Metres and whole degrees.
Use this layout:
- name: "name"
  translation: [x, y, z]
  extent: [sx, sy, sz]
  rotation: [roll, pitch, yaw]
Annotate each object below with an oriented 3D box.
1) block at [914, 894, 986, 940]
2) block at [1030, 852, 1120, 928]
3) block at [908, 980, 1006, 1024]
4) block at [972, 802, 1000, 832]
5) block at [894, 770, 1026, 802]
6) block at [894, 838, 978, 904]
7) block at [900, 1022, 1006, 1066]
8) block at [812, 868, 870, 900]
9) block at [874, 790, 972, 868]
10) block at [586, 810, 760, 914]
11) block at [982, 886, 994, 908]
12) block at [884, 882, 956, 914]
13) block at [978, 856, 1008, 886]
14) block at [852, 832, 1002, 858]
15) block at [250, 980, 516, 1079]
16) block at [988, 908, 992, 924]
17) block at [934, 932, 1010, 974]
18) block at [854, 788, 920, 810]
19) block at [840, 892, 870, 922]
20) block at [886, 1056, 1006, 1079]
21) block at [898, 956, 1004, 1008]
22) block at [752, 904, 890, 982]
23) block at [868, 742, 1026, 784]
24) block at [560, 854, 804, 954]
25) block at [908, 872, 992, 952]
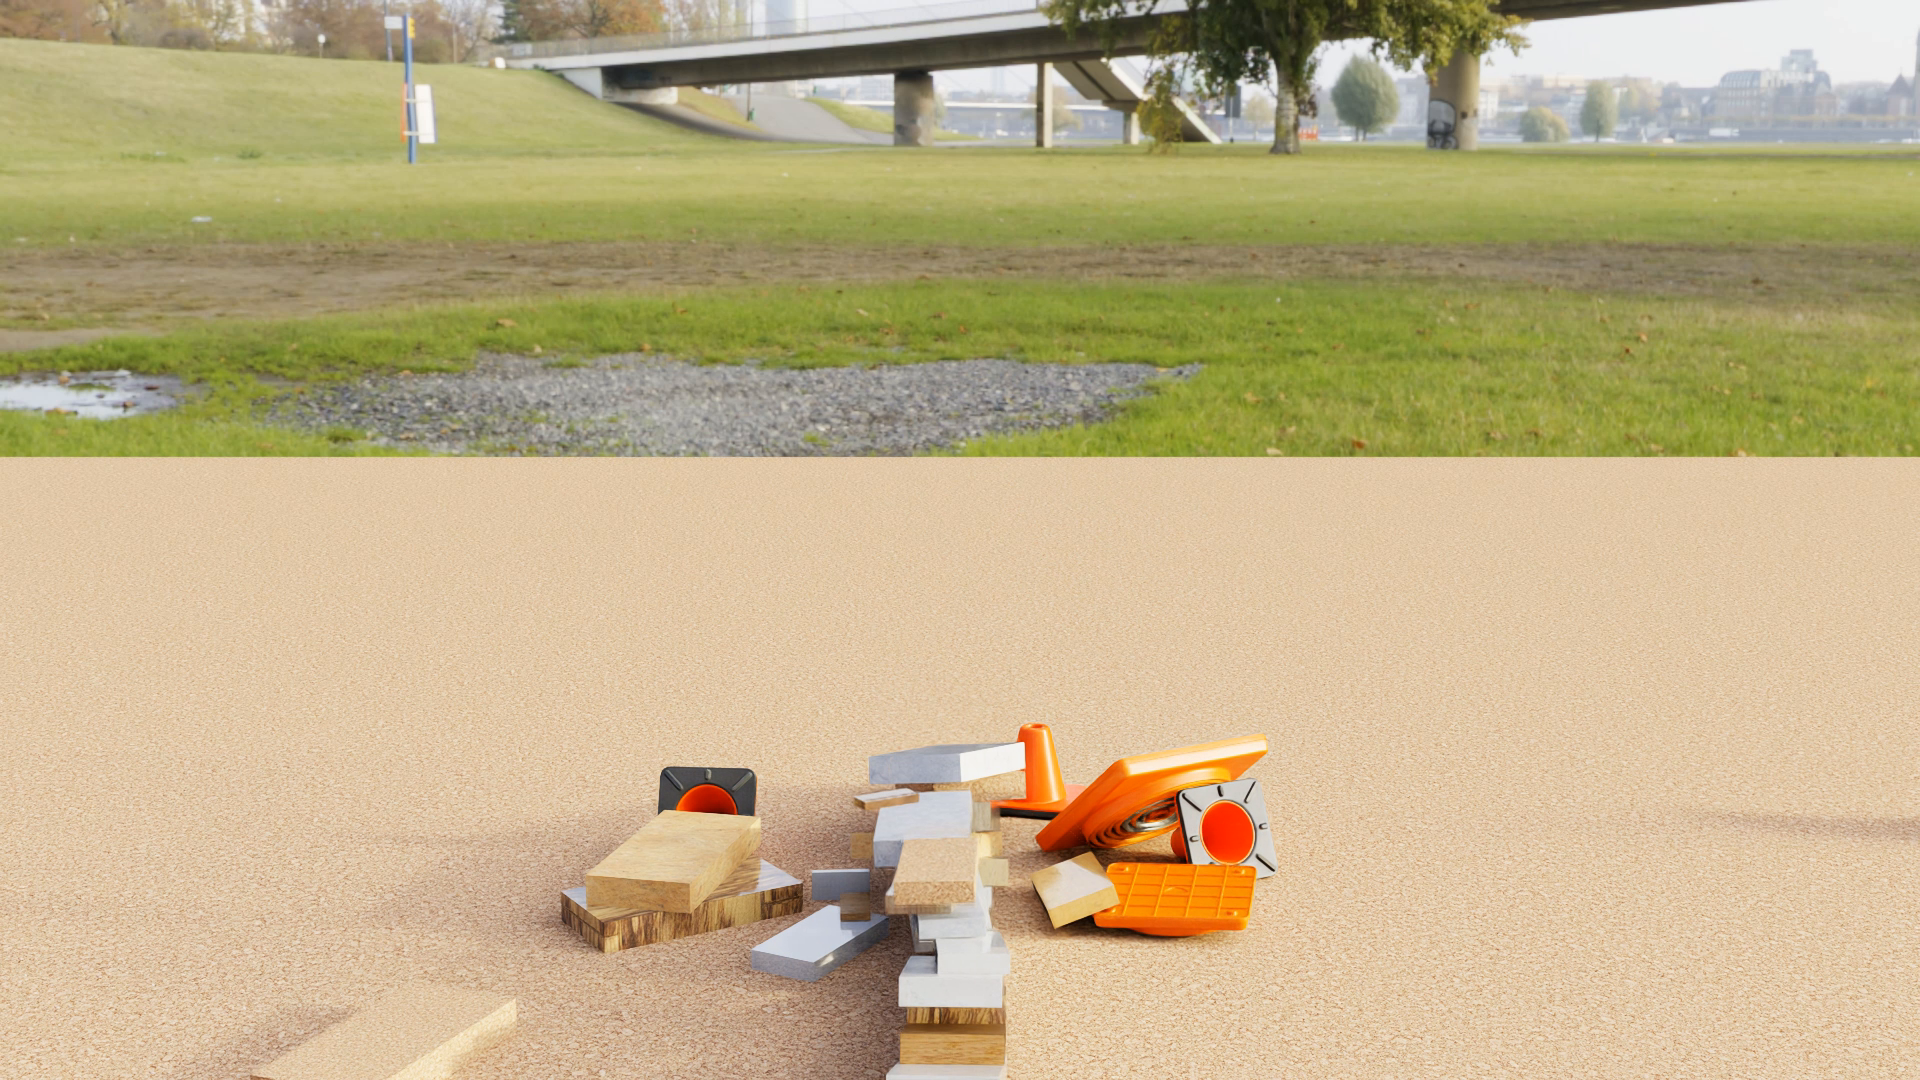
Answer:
- name: "block"
  translation: [-0.018, 0.537, 3.170]
  extent: [0.095, 0.027, 0.189]
  rotation: [-2, 4, -4]
- name: "block"
  translation: [0.184, 0.566, 3.568]
  extent: [0.112, 0.032, 0.223]
  rotation: [-20, 7, -3]
- name: "block"
  translation: [-0.003, 0.643, 3.091]
  extent: [0.133, 0.038, 0.266]
  rotation: [0, -5, 1]
- name: "block"
  translation: [-0.022, 0.483, 3.821]
  extent: [0.169, 0.048, 0.337]
  rotation: [-1, -8, 4]
- name: "block"
  translation: [-0.004, 0.451, 4.073]
  extent: [0.169, 0.048, 0.338]
  rotation: [-2, -3, -14]
- name: "block"
  translation: [-0.032, 0.480, 3.201]
  extent: [0.112, 0.032, 0.298]
  rotation: [-2, 4, 2]
- name: "block"
  translation: [-0.006, 0.667, 2.936]
  extent: [0.133, 0.038, 0.266]
  rotation: [0, -7, 2]
- name: "block"
  translation: [-0.197, 0.571, 3.642]
  extent: [0.095, 0.048, 0.014]
  rotation: [-1, 11, -3]
- name: "block"
  translation: [-0.056, 0.457, 3.497]
  extent: [0.146, 0.041, 0.292]
  rotation: [-2, 7, 1]
- name: "block"
  translation: [-0.466, 0.525, 3.616]
  extent: [0.174, 0.049, 0.347]
  rotation: [2, 11, 13]
- name: "block"
  translation: [-0.005, 0.565, 3.498]
  extent: [0.113, 0.032, 0.227]
  rotation: [-1, -7, 2]
- name: "block"
  translation: [-0.049, 0.509, 3.203]
  extent: [0.094, 0.027, 0.189]
  rotation: [-2, 4, 7]
- name: "block"
  translation: [-0.001, 0.539, 3.587]
  extent: [0.146, 0.041, 0.292]
  rotation: [0, -7, -1]
- name: "block"
  translation: [-0.052, 0.513, 3.702]
  extent: [0.146, 0.041, 0.292]
  rotation: [-4, -8, 23]
- name: "block"
  translation: [-0.773, 0.693, 2.978]
  extent: [0.174, 0.049, 0.347]
  rotation: [4, 11, 22]
- name: "block"
  translation: [-0.008, 0.592, 3.410]
  extent: [0.113, 0.032, 0.227]
  rotation: [0, -5, 0]
- name: "block"
  translation: [0.014, 0.567, 3.031]
  extent: [0.094, 0.027, 0.314]
  rotation: [1, -5, -1]
- name: "block"
  translation: [-0.120, 0.422, 3.577]
  extent: [0.095, 0.014, 0.048]
  rotation: [-6, 8, -25]
- name: "block"
  translation: [-0.166, 0.583, 3.495]
  extent: [0.048, 0.014, 0.095]
  rotation: [-1, 11, -3]
- name: "block"
  translation: [-0.014, 0.688, 2.799]
  extent: [0.137, 0.039, 0.275]
  rotation: [0, -8, 3]
- name: "block"
  translation: [-0.008, 0.594, 2.965]
  extent: [0.133, 0.038, 0.266]
  rotation: [0, -5, 2]
- name: "block"
  translation: [-0.214, 0.623, 3.405]
  extent: [0.112, 0.032, 0.223]
  rotation: [6, 12, 28]
- name: "block"
  translation: [-0.019, 0.396, 3.908]
  extent: [0.169, 0.048, 0.338]
  rotation: [-4, -3, 20]
- name: "block"
  translation: [-0.449, 0.585, 3.560]
  extent: [0.347, 0.049, 0.174]
  rotation: [-7, 12, -32]
- name: "block"
  translation: [-0.021, 0.544, 3.312]
  extent: [0.113, 0.032, 0.227]
  rotation: [-3, 21, -5]
